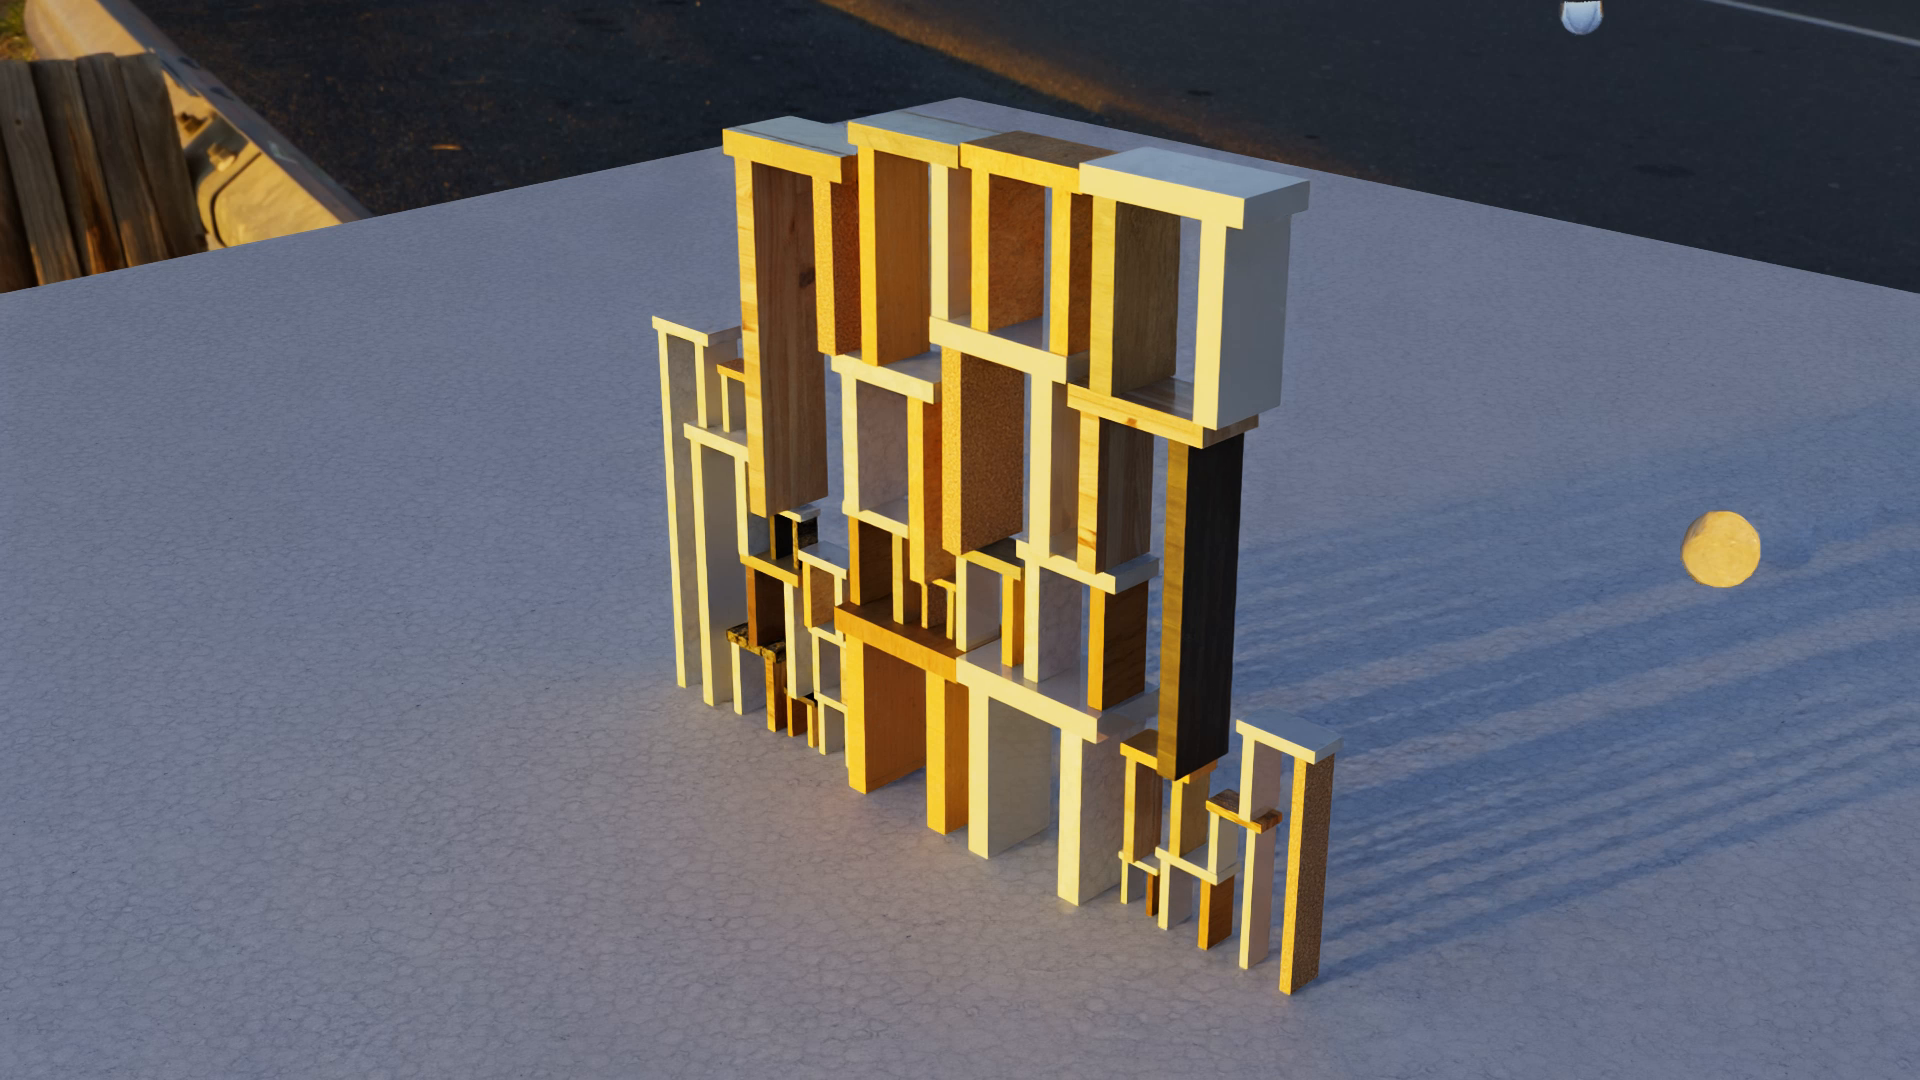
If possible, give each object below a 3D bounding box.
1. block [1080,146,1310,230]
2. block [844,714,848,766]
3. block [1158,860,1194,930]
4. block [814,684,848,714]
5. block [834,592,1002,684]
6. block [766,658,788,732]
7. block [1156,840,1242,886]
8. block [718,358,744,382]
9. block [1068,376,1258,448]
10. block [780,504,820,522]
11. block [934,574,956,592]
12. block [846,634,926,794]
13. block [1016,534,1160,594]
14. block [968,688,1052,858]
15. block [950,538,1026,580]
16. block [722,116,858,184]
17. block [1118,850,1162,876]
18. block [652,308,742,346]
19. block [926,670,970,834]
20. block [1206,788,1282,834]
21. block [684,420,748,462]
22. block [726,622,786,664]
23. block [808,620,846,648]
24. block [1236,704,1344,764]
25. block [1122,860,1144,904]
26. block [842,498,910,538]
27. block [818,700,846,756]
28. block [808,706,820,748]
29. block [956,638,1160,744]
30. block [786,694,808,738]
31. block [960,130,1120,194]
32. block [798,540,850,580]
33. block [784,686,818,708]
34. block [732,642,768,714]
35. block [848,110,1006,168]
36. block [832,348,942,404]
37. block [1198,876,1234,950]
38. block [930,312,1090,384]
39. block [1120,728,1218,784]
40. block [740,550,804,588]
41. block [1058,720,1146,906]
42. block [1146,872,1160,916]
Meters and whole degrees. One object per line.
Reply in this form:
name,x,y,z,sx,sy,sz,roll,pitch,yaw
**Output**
block,0.377,-0.574,3.567,0.340,0.048,0.170,21,31,40
block,-0.212,0.413,4.628,0.018,0.125,0.063,21,31,41
block,0.400,0.642,4.066,0.020,0.142,0.071,21,31,40
block,-0.242,0.335,4.627,0.125,0.018,0.063,21,31,41
block,-0.068,0.181,4.379,0.348,0.049,0.174,21,31,41
block,-0.380,0.324,4.780,0.024,0.170,0.085,21,31,41
block,0.434,0.580,4.003,0.142,0.020,0.071,21,31,40
block,-0.439,-0.348,4.560,0.063,0.018,0.125,-21,31,-41
block,0.344,-0.230,3.743,0.298,0.042,0.149,21,31,41
block,-0.348,-0.066,4.576,0.055,0.016,0.110,-21,31,-40
block,-0.026,0.072,4.285,0.052,0.015,0.104,-21,31,-40
block,-0.150,0.332,4.532,0.049,0.348,0.174,21,31,41
block,0.230,0.031,3.986,0.120,0.034,0.239,-21,31,-41
block,0.099,0.427,4.298,0.051,0.357,0.179,21,31,41
block,0.079,0.026,4.152,0.184,0.026,0.092,21,31,40
block,-0.278,-0.749,4.205,0.171,0.048,0.341,-21,31,-40
block,0.347,0.595,4.103,0.046,0.013,0.093,-22,31,-40
block,-0.554,-0.450,4.638,0.184,0.026,0.092,21,31,41
block,0.014,0.396,4.381,0.049,0.348,0.174,21,31,41
block,0.501,0.478,3.882,0.122,0.017,0.061,21,31,40
block,-0.470,-0.219,4.637,0.219,0.031,0.109,21,31,41
block,-0.420,0.219,4.779,0.170,0.024,0.085,21,31,41
block,-0.249,0.192,4.582,0.131,0.019,0.066,21,31,41
block,0.563,0.331,3.756,0.165,0.023,0.082,21,31,41
block,0.325,0.635,4.144,0.013,0.093,0.046,21,31,41
block,-0.134,-0.053,4.350,0.189,0.027,0.095,21,31,41
block,-0.271,0.390,4.683,0.018,0.125,0.063,21,31,41
block,-0.303,0.391,4.714,0.014,0.099,0.049,21,31,41
block,0.183,0.272,4.141,0.357,0.051,0.179,21,31,41
block,-0.350,0.372,4.757,0.014,0.099,0.049,21,31,41
block,0.154,-0.651,3.780,0.144,0.041,0.287,-21,31,-40
block,-0.256,0.040,4.515,0.147,0.021,0.073,21,31,41
block,-0.326,0.329,4.713,0.049,0.014,0.099,-21,31,-40
block,-0.460,0.293,4.854,0.024,0.170,0.085,21,31,41
block,-0.055,-0.725,3.968,0.282,0.040,0.141,21,31,40
block,-0.100,-0.327,4.196,0.279,0.040,0.139,21,31,40
block,0.467,0.668,4.004,0.020,0.142,0.071,21,31,40
block,0.123,-0.360,3.942,0.168,0.048,0.337,-21,31,-40
block,0.378,0.391,3.985,0.160,0.023,0.080,21,31,40
block,-0.369,0.048,4.642,0.093,0.026,0.185,-21,31,-40
block,0.267,0.492,4.143,0.051,0.357,0.179,21,31,41
block,0.369,0.653,4.104,0.013,0.093,0.046,21,31,41
